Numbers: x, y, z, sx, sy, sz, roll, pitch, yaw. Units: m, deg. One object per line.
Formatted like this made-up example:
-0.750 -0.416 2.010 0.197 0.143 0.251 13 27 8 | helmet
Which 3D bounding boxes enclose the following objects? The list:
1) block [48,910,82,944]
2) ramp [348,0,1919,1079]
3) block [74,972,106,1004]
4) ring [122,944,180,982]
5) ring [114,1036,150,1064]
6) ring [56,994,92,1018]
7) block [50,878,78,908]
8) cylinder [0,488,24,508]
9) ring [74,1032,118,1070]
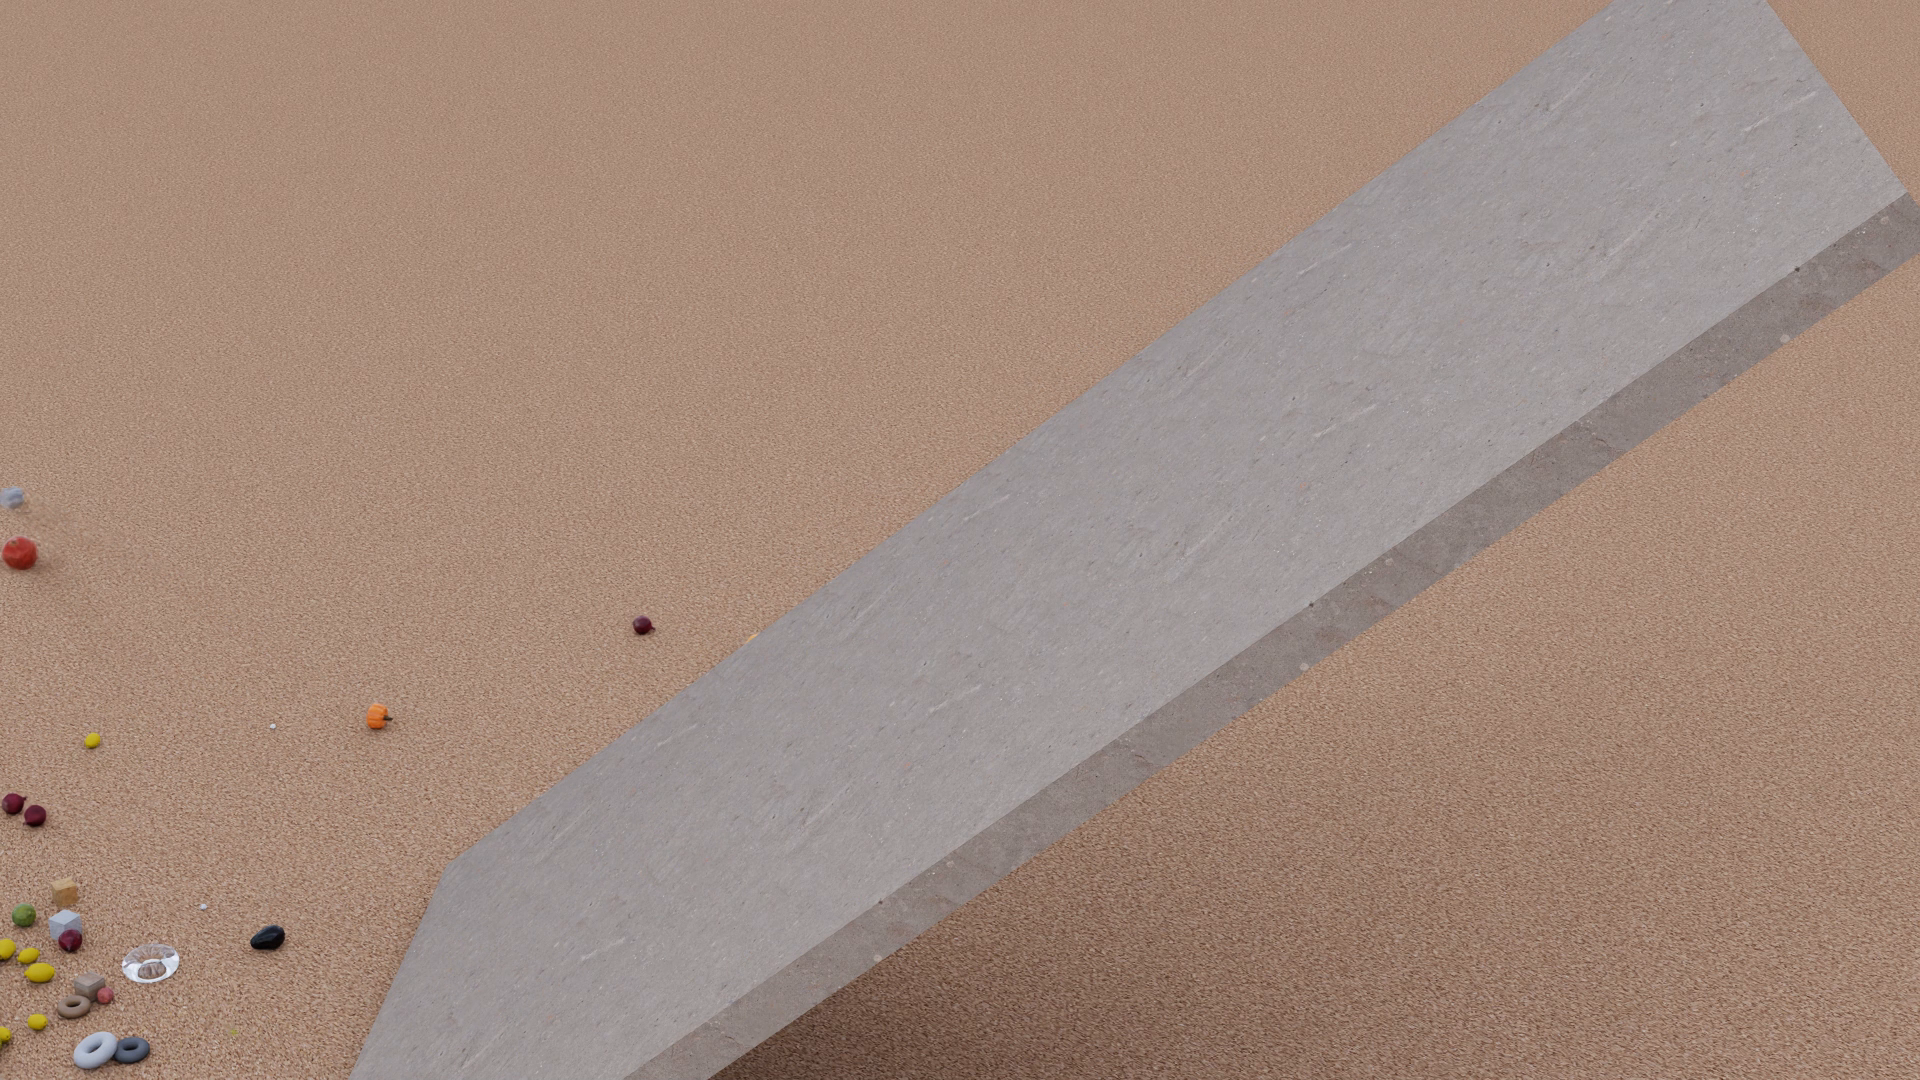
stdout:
-2.333 1.008 7.672 0.057 0.057 0.057 14 27 28 | block
0.119 0.186 6.345 4.000 0.100 2.000 -36 16 18 | ramp
-2.191 1.128 7.406 0.054 0.054 0.054 15 28 31 | block
-2.068 1.082 7.518 0.143 0.048 0.143 0 25 0 | ring
-2.023 1.244 7.174 0.091 0.030 0.091 1 24 0 | ring
-2.214 1.166 7.352 0.083 0.028 0.083 0 25 0 | ring
-2.386 0.939 7.834 0.052 0.052 0.052 -14 28 -29 | block
-3.308 -0.145 10.263 0.060 0.060 0.060 21 30 39 | cylinder
-2.101 1.240 7.148 0.111 0.037 0.111 -15 32 10 | ring
